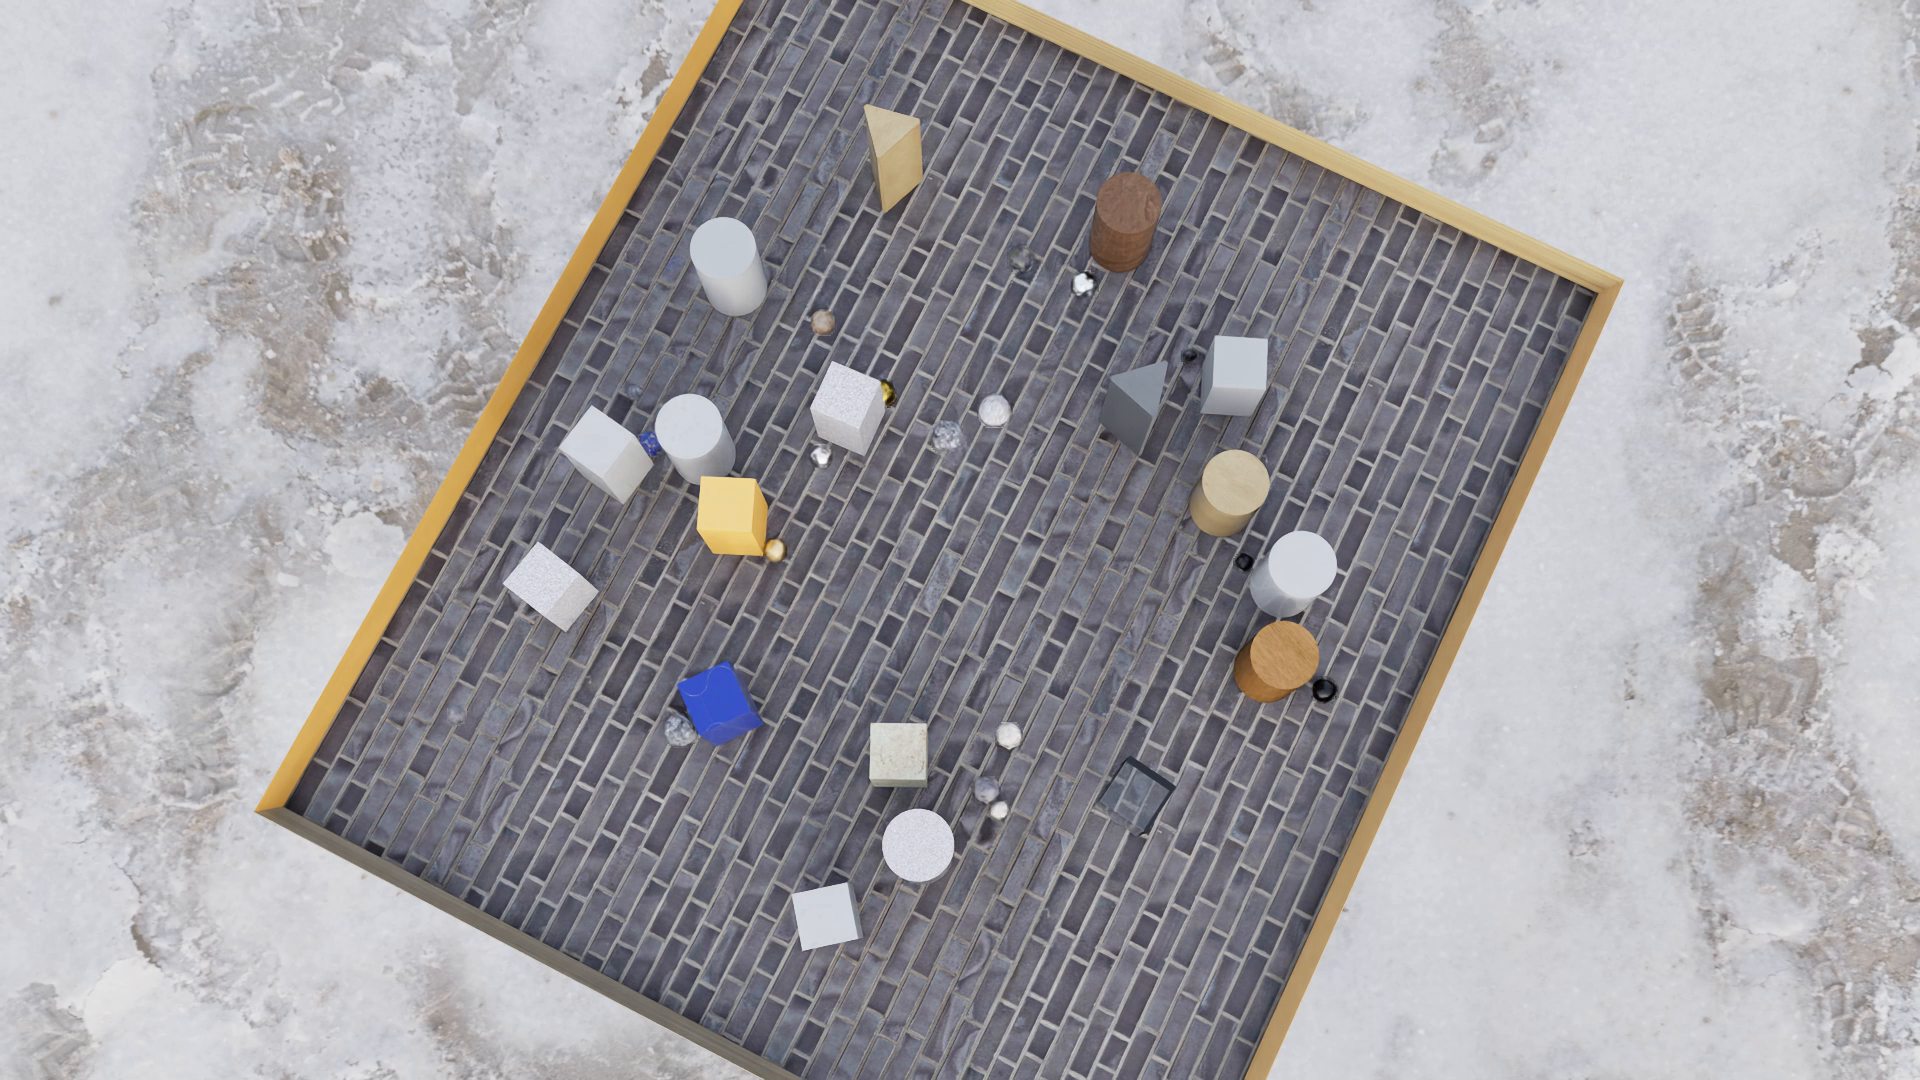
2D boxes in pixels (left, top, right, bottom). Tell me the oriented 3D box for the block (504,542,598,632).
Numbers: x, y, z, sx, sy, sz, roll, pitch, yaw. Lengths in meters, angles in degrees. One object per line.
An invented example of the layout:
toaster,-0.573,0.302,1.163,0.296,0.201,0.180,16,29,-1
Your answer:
block,-1.210,0.142,5.438,0.157,0.291,0.157,37,81,7

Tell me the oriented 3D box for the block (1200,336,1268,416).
block,0.830,-0.496,5.569,0.157,0.293,0.157,4,78,1

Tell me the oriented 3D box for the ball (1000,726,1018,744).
ball,0.146,0.583,5.457,0.053,0.053,0.053,0,78,0

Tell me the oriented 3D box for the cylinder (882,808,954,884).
cylinder,-0.114,0.876,5.213,0.196,0.435,0.196,0,78,0

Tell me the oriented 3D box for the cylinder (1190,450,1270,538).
cylinder,0.803,-0.136,5.486,0.196,0.311,0.196,0,78,0

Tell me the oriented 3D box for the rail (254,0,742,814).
rail,-1.295,-0.627,5.680,0.045,0.128,3.292,26,80,5

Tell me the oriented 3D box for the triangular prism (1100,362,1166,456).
triangular prism,0.544,-0.414,5.471,0.170,0.454,0.147,43,81,8

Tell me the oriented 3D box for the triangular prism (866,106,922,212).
triangular prism,-0.231,-1.195,5.642,0.170,0.434,0.147,-43,81,-8

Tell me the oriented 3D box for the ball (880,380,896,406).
ball,-0.241,-0.455,5.669,0.081,0.081,0.081,0,78,0

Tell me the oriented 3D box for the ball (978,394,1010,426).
ball,0.107,-0.400,5.649,0.098,0.098,0.098,0,78,0

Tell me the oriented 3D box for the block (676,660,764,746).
block,-0.693,0.480,5.330,0.157,0.367,0.157,-25,79,-5

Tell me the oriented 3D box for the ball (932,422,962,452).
ball,-0.040,-0.317,5.633,0.096,0.096,0.096,0,78,0

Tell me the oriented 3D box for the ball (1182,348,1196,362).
ball,0.716,-0.575,5.715,0.041,0.041,0.041,0,78,0

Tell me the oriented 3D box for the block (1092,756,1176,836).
block,0.504,0.746,5.322,0.157,0.275,0.157,34,80,7

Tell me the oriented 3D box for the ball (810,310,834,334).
ball,-0.429,-0.680,5.718,0.077,0.077,0.077,0,78,0

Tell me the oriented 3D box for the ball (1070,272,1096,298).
ball,0.387,-0.801,5.740,0.082,0.082,0.082,0,78,0

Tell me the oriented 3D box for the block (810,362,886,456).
block,-0.335,-0.393,5.532,0.157,0.325,0.157,23,79,5

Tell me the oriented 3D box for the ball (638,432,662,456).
ball,-0.955,-0.294,5.639,0.076,0.076,0.076,0,78,0

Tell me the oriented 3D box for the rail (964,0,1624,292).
rail,0.725,-1.414,5.843,2.944,0.128,0.045,26,80,5

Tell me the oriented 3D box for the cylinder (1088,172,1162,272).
cylinder,0.506,-0.975,5.647,0.196,0.335,0.196,0,78,0

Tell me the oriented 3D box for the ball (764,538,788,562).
ball,-0.561,0.032,5.572,0.073,0.073,0.073,0,78,0

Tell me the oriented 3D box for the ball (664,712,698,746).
ball,-0.829,0.562,5.450,0.098,0.098,0.098,0,78,0

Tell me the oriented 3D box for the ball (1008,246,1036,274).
ball,0.194,-0.881,5.756,0.084,0.084,0.084,0,78,0

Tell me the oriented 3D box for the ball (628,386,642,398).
ball,-1.008,-0.460,5.691,0.041,0.041,0.041,0,78,0

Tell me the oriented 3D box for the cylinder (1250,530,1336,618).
cylinder,0.982,0.105,5.418,0.196,0.346,0.196,0,78,0

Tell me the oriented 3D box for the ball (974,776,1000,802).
ball,0.079,0.739,5.424,0.077,0.077,0.077,0,78,0

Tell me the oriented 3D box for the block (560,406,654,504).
block,-1.055,-0.251,5.490,0.157,0.349,0.157,35,80,7

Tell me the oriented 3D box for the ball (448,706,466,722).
ball,-1.505,0.521,5.482,0.052,0.052,0.052,0,78,0

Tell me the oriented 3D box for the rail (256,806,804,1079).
rail,-0.725,1.428,5.255,2.944,0.128,0.045,26,80,5

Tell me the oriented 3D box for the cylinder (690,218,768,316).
cylinder,-0.706,-0.834,5.618,0.196,0.336,0.196,0,78,0

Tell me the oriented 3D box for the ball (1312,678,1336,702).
ball,1.090,0.450,5.486,0.074,0.074,0.074,0,78,0

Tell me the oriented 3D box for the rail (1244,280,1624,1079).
rail,1.295,0.641,5.418,0.045,0.128,3.292,26,80,5

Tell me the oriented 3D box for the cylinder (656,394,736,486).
cylinder,-0.791,-0.298,5.508,0.196,0.333,0.196,0,78,0

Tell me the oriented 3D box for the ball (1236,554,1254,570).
ball,0.865,0.068,5.576,0.052,0.052,0.052,0,78,0

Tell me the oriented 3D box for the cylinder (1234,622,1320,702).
cylinder,0.924,0.361,5.374,0.196,0.329,0.196,0,78,0

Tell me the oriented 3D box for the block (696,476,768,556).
block,-0.673,-0.068,5.449,0.157,0.355,0.157,3,78,1

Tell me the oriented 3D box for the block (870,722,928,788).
block,-0.175,0.628,5.324,0.157,0.318,0.157,1,78,0

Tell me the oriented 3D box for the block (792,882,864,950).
block,-0.376,1.077,5.242,0.157,0.298,0.157,-12,79,-2

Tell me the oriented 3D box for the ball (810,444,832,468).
ball,-0.427,-0.256,5.633,0.072,0.072,0.072,0,78,0

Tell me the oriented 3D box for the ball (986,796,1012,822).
ball,0.116,0.799,5.424,0.076,0.076,0.076,0,78,0
